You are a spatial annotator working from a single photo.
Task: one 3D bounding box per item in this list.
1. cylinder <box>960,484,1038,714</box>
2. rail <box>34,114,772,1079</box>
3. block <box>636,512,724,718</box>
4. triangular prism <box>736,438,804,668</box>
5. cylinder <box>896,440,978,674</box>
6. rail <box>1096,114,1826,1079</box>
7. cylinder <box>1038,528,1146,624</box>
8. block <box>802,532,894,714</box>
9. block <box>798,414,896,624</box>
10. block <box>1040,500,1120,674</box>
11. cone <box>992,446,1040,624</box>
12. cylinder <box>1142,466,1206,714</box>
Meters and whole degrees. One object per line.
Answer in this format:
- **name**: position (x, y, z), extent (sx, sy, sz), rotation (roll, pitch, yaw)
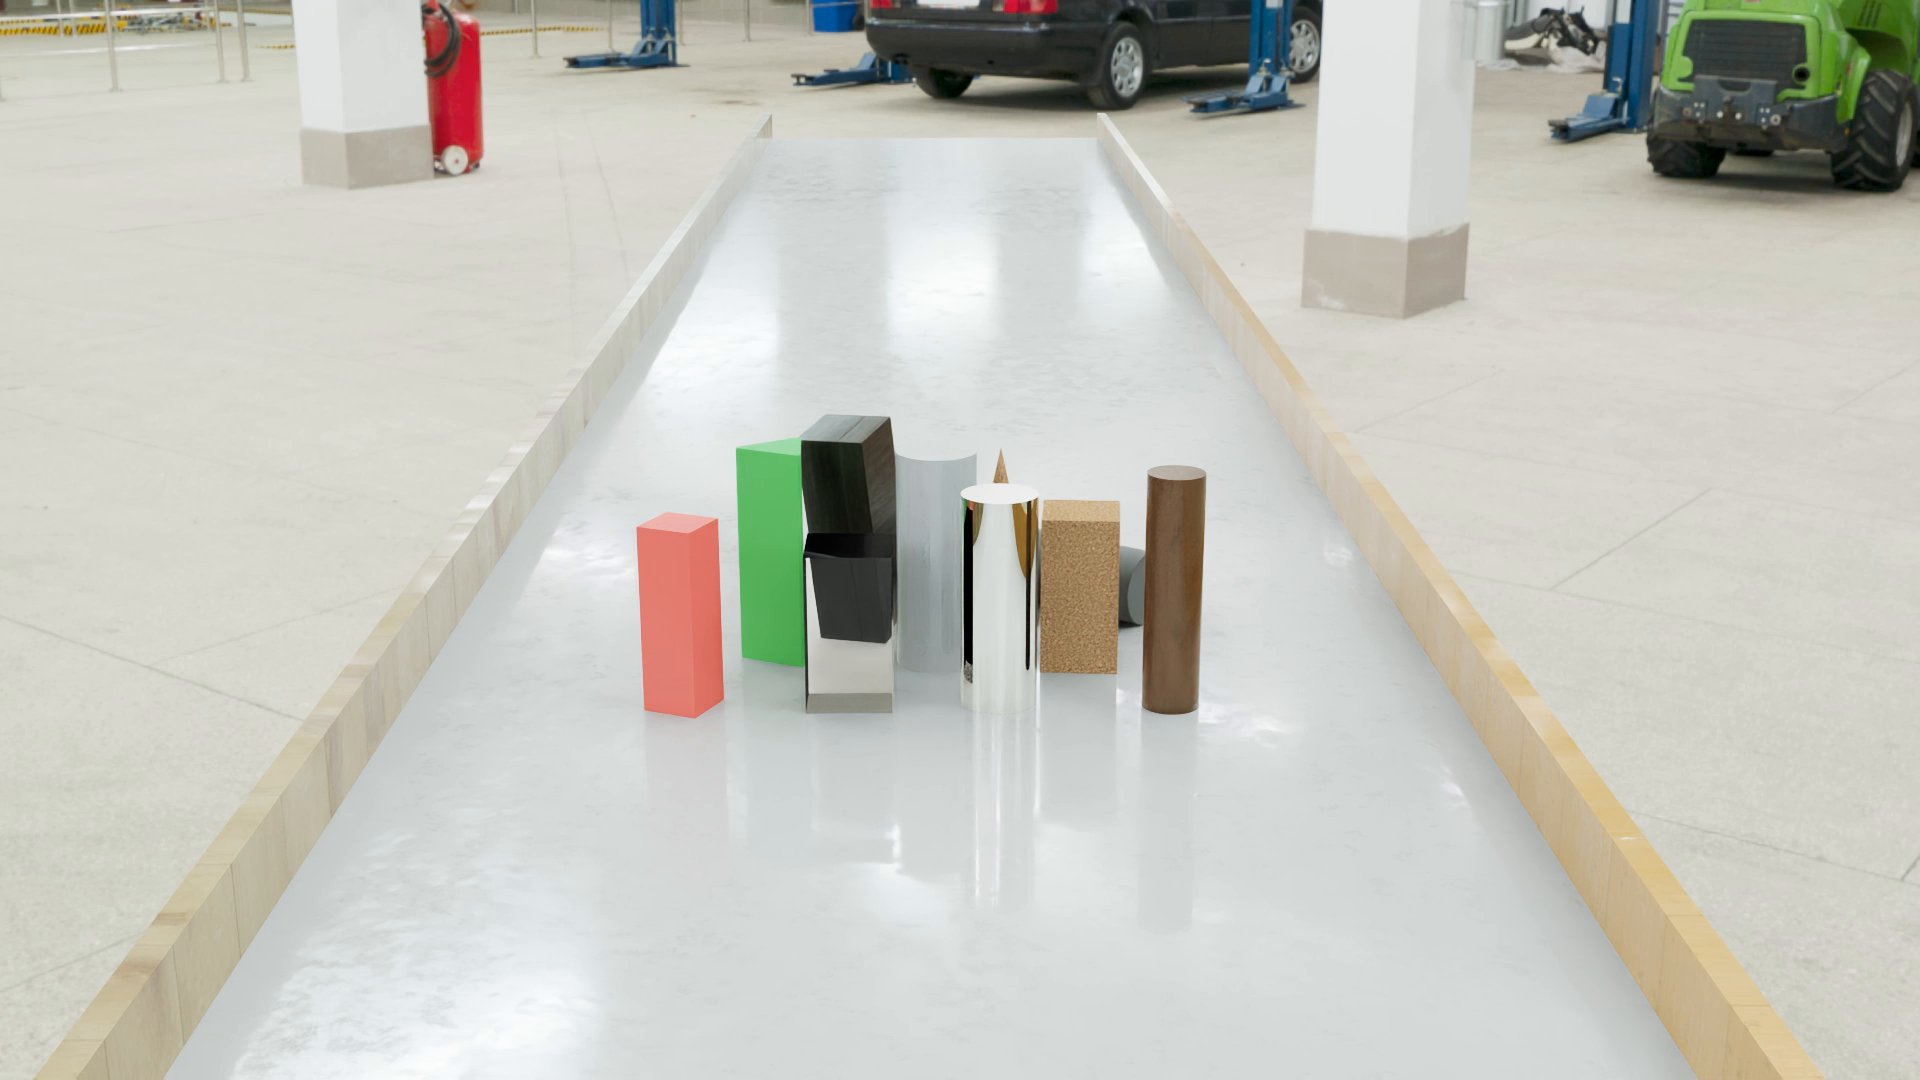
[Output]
- **cylinder**: position (0.074, 0.110, 4.136), extent (0.145, 0.410, 0.145), rotation (0, 17, 0)
- **rail**: position (-1.118, -0.838, 7.780), extent (0.050, 0.150, 12.000), rotation (0, 17, -1)
- **block**: position (-0.523, 0.140, 4.123), extent (0.110, 0.360, 0.110), rotation (7, 18, 22)
- **triangular prism**: position (-0.349, 0.020, 4.398), extent (0.144, 0.435, 0.125), rotation (8, 18, 25)
- **cylinder**: position (-0.046, 0.033, 4.353), extent (0.161, 0.434, 0.161), rotation (0, 17, 0)
- **rail**: position (0.932, -0.844, 7.801), extent (0.050, 0.150, 12.000), rotation (0, 17, -1)
- **cylinder**: position (0.242, 0.069, 4.722), extent (0.381, 0.155, 0.155), rotation (12, 20, 35)
- **block**: position (-0.209, 0.156, 4.166), extent (0.163, 0.305, 0.163), rotation (0, 17, -1)
- **block**: position (-0.215, -0.033, 4.547), extent (0.147, 0.426, 0.147), rotation (4, 25, 22)
- **block**: position (0.239, 0.092, 4.369), extent (0.152, 0.313, 0.152), rotation (1, 17, 4)
- **cone**: position (0.084, -0.009, 4.585), extent (0.167, 0.383, 0.167), rotation (0, 17, 0)
- **cylinder**: position (0.399, 0.094, 4.112), extent (0.109, 0.455, 0.109), rotation (0, 17, 0)
